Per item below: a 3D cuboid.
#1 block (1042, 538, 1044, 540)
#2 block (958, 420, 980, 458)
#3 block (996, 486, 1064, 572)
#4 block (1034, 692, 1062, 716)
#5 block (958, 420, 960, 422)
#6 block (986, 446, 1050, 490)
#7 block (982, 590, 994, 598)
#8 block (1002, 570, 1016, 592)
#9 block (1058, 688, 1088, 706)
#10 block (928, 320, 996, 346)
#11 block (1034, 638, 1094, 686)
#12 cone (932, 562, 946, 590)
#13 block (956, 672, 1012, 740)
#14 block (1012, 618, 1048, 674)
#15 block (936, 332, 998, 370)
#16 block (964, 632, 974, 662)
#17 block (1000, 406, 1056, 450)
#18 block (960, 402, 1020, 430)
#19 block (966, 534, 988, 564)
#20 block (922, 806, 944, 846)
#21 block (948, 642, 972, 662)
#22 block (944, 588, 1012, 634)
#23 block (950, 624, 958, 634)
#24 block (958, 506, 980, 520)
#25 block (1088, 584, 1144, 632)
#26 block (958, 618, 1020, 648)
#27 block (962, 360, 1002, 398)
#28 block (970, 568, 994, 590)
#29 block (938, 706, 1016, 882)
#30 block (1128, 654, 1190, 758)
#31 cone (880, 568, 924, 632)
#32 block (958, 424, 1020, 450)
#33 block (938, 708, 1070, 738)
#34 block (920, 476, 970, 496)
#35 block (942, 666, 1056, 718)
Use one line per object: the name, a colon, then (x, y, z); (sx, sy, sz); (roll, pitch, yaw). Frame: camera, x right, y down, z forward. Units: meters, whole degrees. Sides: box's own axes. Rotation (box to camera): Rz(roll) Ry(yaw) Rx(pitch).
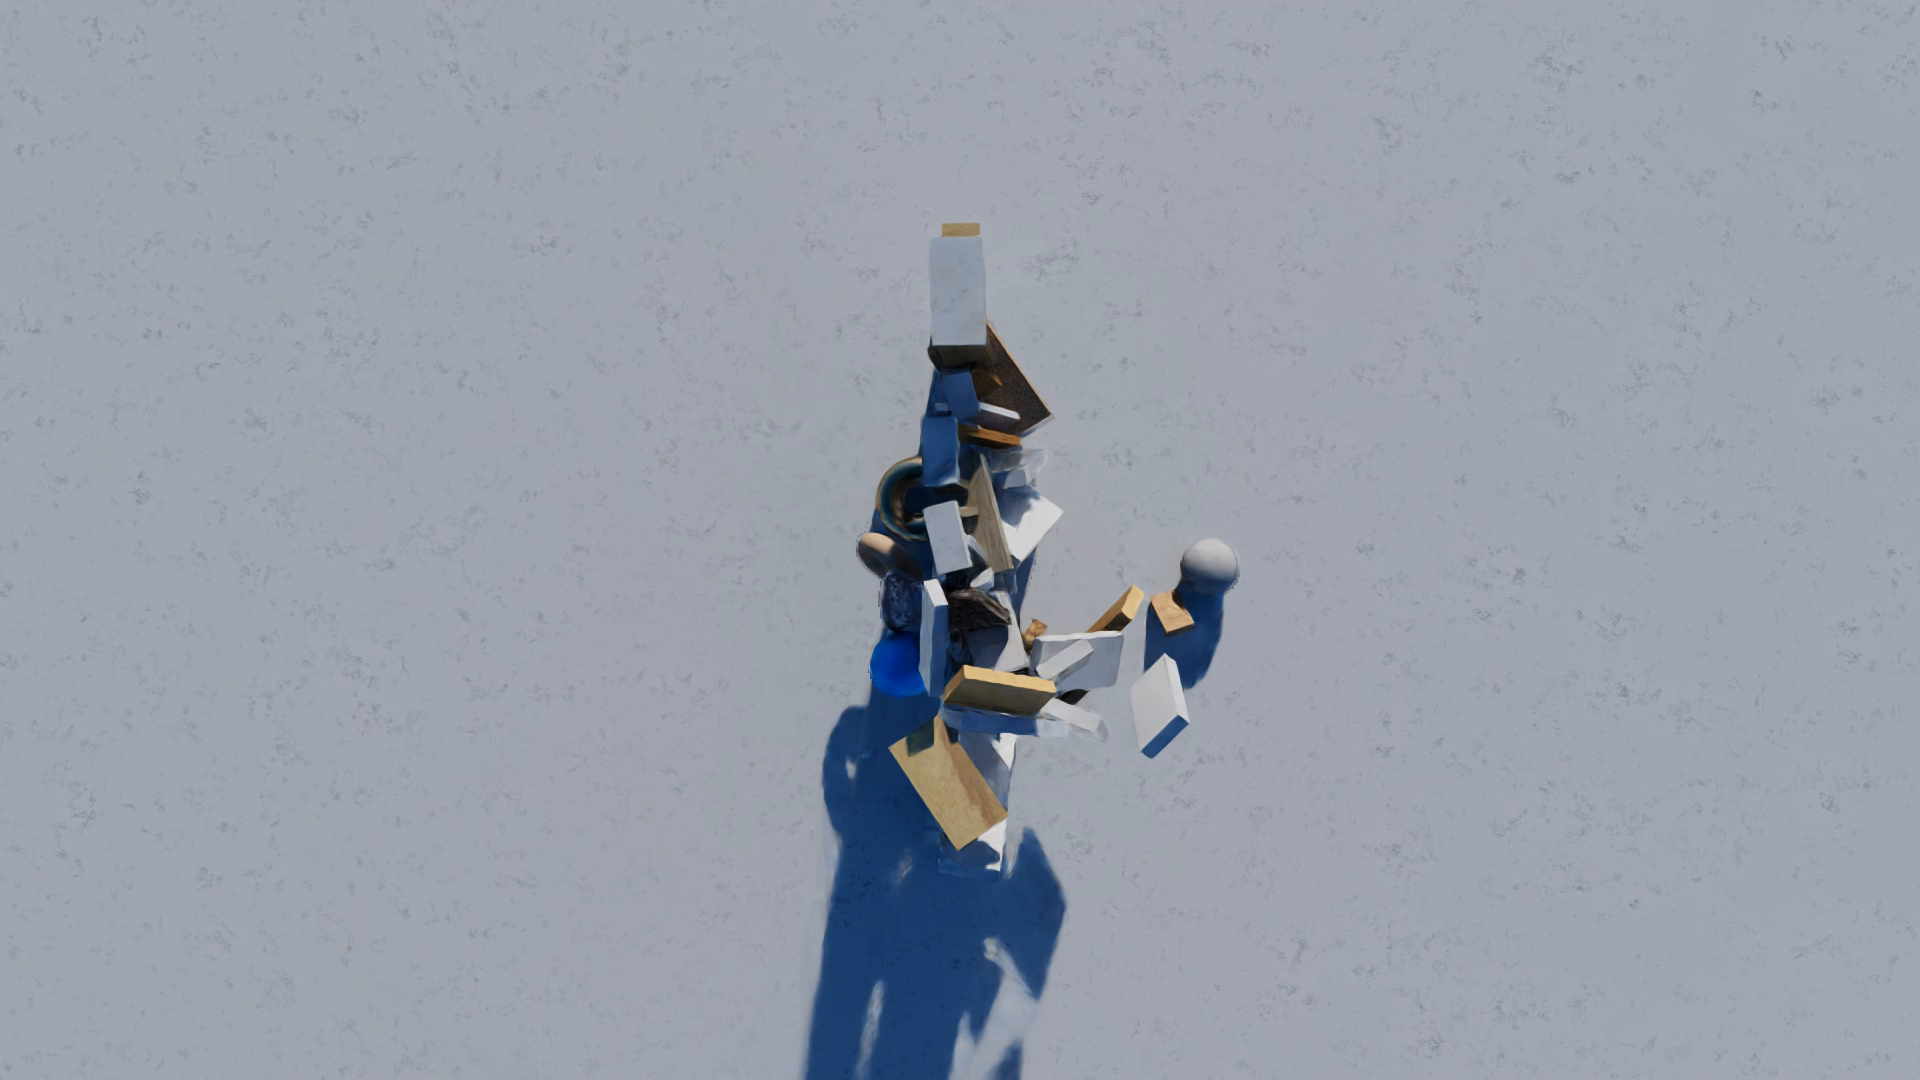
block: (0.168, -0.060, 4.819); (0.178, 0.464, 0.050); (19, 89, 3)
block: (0.054, -0.275, 4.956); (0.138, 0.276, 0.039); (-26, 58, -14)
block: (0.150, -0.042, 4.392); (0.154, 0.309, 0.044); (36, 126, 6)
block: (0.150, 0.594, 5.212); (0.061, 0.692, 0.017); (19, 56, -16)
block: (0.022, -0.379, 4.926); (0.081, 0.472, 0.023); (-10, 83, -5)
block: (0.140, -0.198, 4.590); (0.154, 0.598, 0.044); (-8, 97, 10)
block: (0.028, 0.139, 4.226); (0.056, 0.164, 0.016); (-18, 77, 23)
block: (0.080, 0.023, 4.452); (0.132, 0.037, 0.264); (-5, 58, 5)
block: (0.334, 0.499, 5.110); (0.121, 0.061, 0.017); (-49, 47, 15)
block: (0.004, -0.532, 4.367); (0.169, 0.338, 0.048); (-15, 96, 0)
block: (0.279, 0.342, 4.484); (0.155, 0.311, 0.044); (-32, 80, -4)
cone: (-0.036, 0.062, 5.448); (0.233, 0.233, 0.233); (-28, 63, 0)
block: (0.048, 0.579, 5.111); (0.084, 0.876, 0.024); (16, 61, 0)
block: (0.191, 0.327, 4.831); (0.044, 0.311, 0.155); (33, 81, 7)
block: (0.015, -0.468, 4.043); (0.126, 0.252, 0.036); (-20, 76, 3)
block: (0.065, 0.193, 4.437); (0.132, 0.037, 0.264); (-14, 57, -2)
block: (0.176, -0.312, 4.611); (0.169, 0.468, 0.048); (-32, 92, 3)
block: (0.074, -0.319, 4.233); (0.140, 0.070, 0.020); (13, 61, -31)
block: (0.007, 0.019, 4.133); (0.084, 0.168, 0.024); (6, 74, 19)
block: (-0.027, 0.906, 5.416); (0.169, 0.169, 0.169); (7, 90, 0)
block: (0.050, 0.324, 5.157); (0.139, 0.277, 0.039); (-32, 92, -8)
block: (0.027, 0.179, 4.162); (0.126, 0.254, 0.036); (-11, 70, 19)
block: (0.063, 0.238, 5.133); (0.139, 0.351, 0.039); (-12, 83, -11)
block: (-0.018, -0.062, 4.141); (0.084, 0.168, 0.024); (-14, 88, 18)
block: (0.417, 0.302, 5.048); (0.044, 0.155, 0.380); (38, 126, -3)
block: (0.076, 0.177, 4.763); (0.178, 0.356, 0.050); (-13, 54, -4)
block: (0.044, -0.404, 4.154); (0.070, 0.140, 0.020); (-24, 65, 20)
block: (0.056, 0.103, 4.145); (0.056, 0.113, 0.016); (-24, 104, 9)
block: (0.059, 0.622, 4.399); (0.152, 0.753, 0.043); (10, 122, 0)
block: (0.559, 0.466, 4.646); (0.044, 0.310, 0.155); (35, 113, -18)
cone: (-0.106, 0.179, 4.975); (0.197, 0.197, 0.197); (-2, 90, 25)
block: (0.044, -0.264, 4.220); (0.221, 0.084, 0.024); (8, 80, -43)
block: (0.112, 0.472, 4.240); (0.304, 0.152, 0.043); (8, 85, -24)
block: (-0.037, -0.141, 4.148); (0.084, 0.167, 0.024); (-7, 82, 14)
block: (0.096, 0.377, 4.099); (0.253, 0.126, 0.036); (12, 51, -24)
